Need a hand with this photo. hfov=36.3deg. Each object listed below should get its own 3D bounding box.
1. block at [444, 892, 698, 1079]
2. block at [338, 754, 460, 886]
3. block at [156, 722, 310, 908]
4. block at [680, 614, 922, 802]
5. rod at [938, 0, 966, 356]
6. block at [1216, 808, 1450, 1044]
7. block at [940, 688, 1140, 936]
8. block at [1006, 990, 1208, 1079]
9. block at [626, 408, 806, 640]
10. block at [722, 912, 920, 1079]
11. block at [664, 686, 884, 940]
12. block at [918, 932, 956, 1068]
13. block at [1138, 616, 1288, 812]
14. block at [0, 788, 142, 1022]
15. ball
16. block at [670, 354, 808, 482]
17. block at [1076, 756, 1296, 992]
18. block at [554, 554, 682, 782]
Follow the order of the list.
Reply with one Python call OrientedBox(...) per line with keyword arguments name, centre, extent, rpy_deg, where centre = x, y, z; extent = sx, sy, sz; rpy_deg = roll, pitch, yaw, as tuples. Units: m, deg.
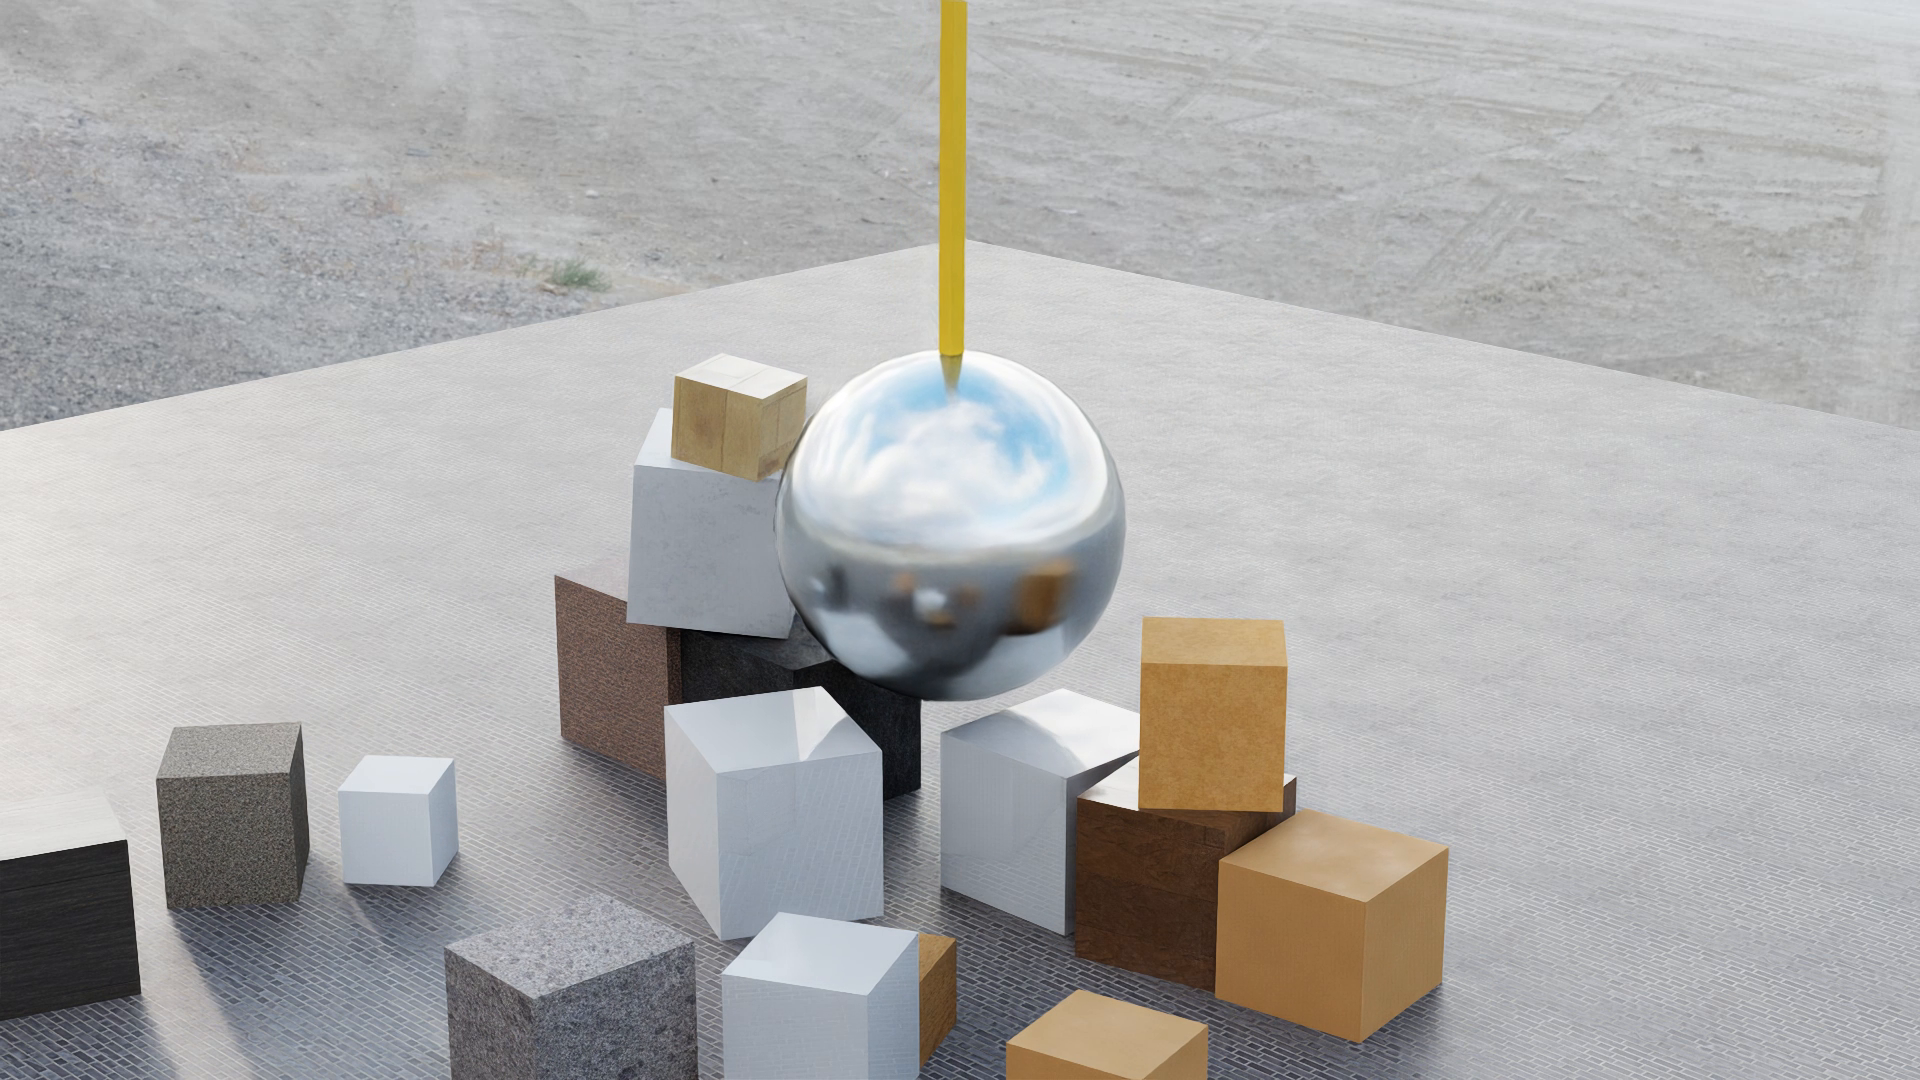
OrientedBox(name="block", centre=(-1.511, 1.853, 11.429), extent=(0.747, 0.612, 0.612), rpy_deg=(-15, 23, -40))
OrientedBox(name="block", centre=(-2.579, 1.288, 13.489), extent=(0.420, 0.454, 0.435), rpy_deg=(2, 18, 6))
OrientedBox(name="block", centre=(-3.298, 1.244, 13.342), extent=(0.577, 0.626, 0.636), rpy_deg=(-2, 18, -7))
OrientedBox(name="block", centre=(-0.780, 0.820, 14.385), extent=(0.792, 0.809, 0.878), rpy_deg=(-15, 23, -40))
OrientedBox(name="rod", centre=(-0.019, -3.317, 12.279), extent=(0.080, 5.200, 0.080), rpy_deg=(17, 23, 42))
OrientedBox(name="block", centre=(1.552, 1.594, 12.234), extent=(0.689, 0.622, 0.699), rpy_deg=(13, 21, 35))
OrientedBox(name="block", centre=(0.467, 1.212, 13.252), extent=(0.766, 0.742, 0.804), rpy_deg=(16, 24, 42))
OrientedBox(name="block", centre=(0.535, 2.080, 10.693), extent=(0.548, 0.619, 0.514), rpy_deg=(11, 20, 31))
OrientedBox(name="block", centre=(-1.159, -0.089, 14.336), extent=(0.784, 0.820, 0.786), rpy_deg=(6, 23, 1))
OrientedBox(name="block", centre=(-0.531, 1.877, 11.344), extent=(0.586, 0.617, 0.585), rpy_deg=(6, 18, 18))
OrientedBox(name="block", centre=(-0.842, 1.212, 13.176), extent=(0.750, 0.786, 0.865), rpy_deg=(-6, 19, -19))
OrientedBox(name="block", centre=(-0.287, 1.846, 11.833), extent=(0.413, 0.382, 0.463), rpy_deg=(6, 18, 19))
OrientedBox(name="block", centre=(1.069, 0.734, 12.459), extent=(0.604, 0.647, 0.588), rpy_deg=(1, 17, 4))
OrientedBox(name="block", centre=(-3.907, 1.532, 12.296), extent=(0.756, 0.703, 0.626), rpy_deg=(-8, 19, -25))
OrientedBox(name="ball", centre=(-0.044, -0.066, 13.275), extent=(1.600, 1.600, 1.600), rpy_deg=(0, 17, 0))
OrientedBox(name="block", centre=(-1.050, -0.585, 13.939), extent=(0.483, 0.418, 0.414), rpy_deg=(16, 25, 24))
OrientedBox(name="block", centre=(0.974, 1.406, 12.634), extent=(0.695, 0.741, 0.697), rpy_deg=(10, 20, 30))
OrientedBox(name="block", centre=(-1.414, 0.595, 14.991), extent=(0.918, 0.876, 0.906), rpy_deg=(-16, 24, -41))
